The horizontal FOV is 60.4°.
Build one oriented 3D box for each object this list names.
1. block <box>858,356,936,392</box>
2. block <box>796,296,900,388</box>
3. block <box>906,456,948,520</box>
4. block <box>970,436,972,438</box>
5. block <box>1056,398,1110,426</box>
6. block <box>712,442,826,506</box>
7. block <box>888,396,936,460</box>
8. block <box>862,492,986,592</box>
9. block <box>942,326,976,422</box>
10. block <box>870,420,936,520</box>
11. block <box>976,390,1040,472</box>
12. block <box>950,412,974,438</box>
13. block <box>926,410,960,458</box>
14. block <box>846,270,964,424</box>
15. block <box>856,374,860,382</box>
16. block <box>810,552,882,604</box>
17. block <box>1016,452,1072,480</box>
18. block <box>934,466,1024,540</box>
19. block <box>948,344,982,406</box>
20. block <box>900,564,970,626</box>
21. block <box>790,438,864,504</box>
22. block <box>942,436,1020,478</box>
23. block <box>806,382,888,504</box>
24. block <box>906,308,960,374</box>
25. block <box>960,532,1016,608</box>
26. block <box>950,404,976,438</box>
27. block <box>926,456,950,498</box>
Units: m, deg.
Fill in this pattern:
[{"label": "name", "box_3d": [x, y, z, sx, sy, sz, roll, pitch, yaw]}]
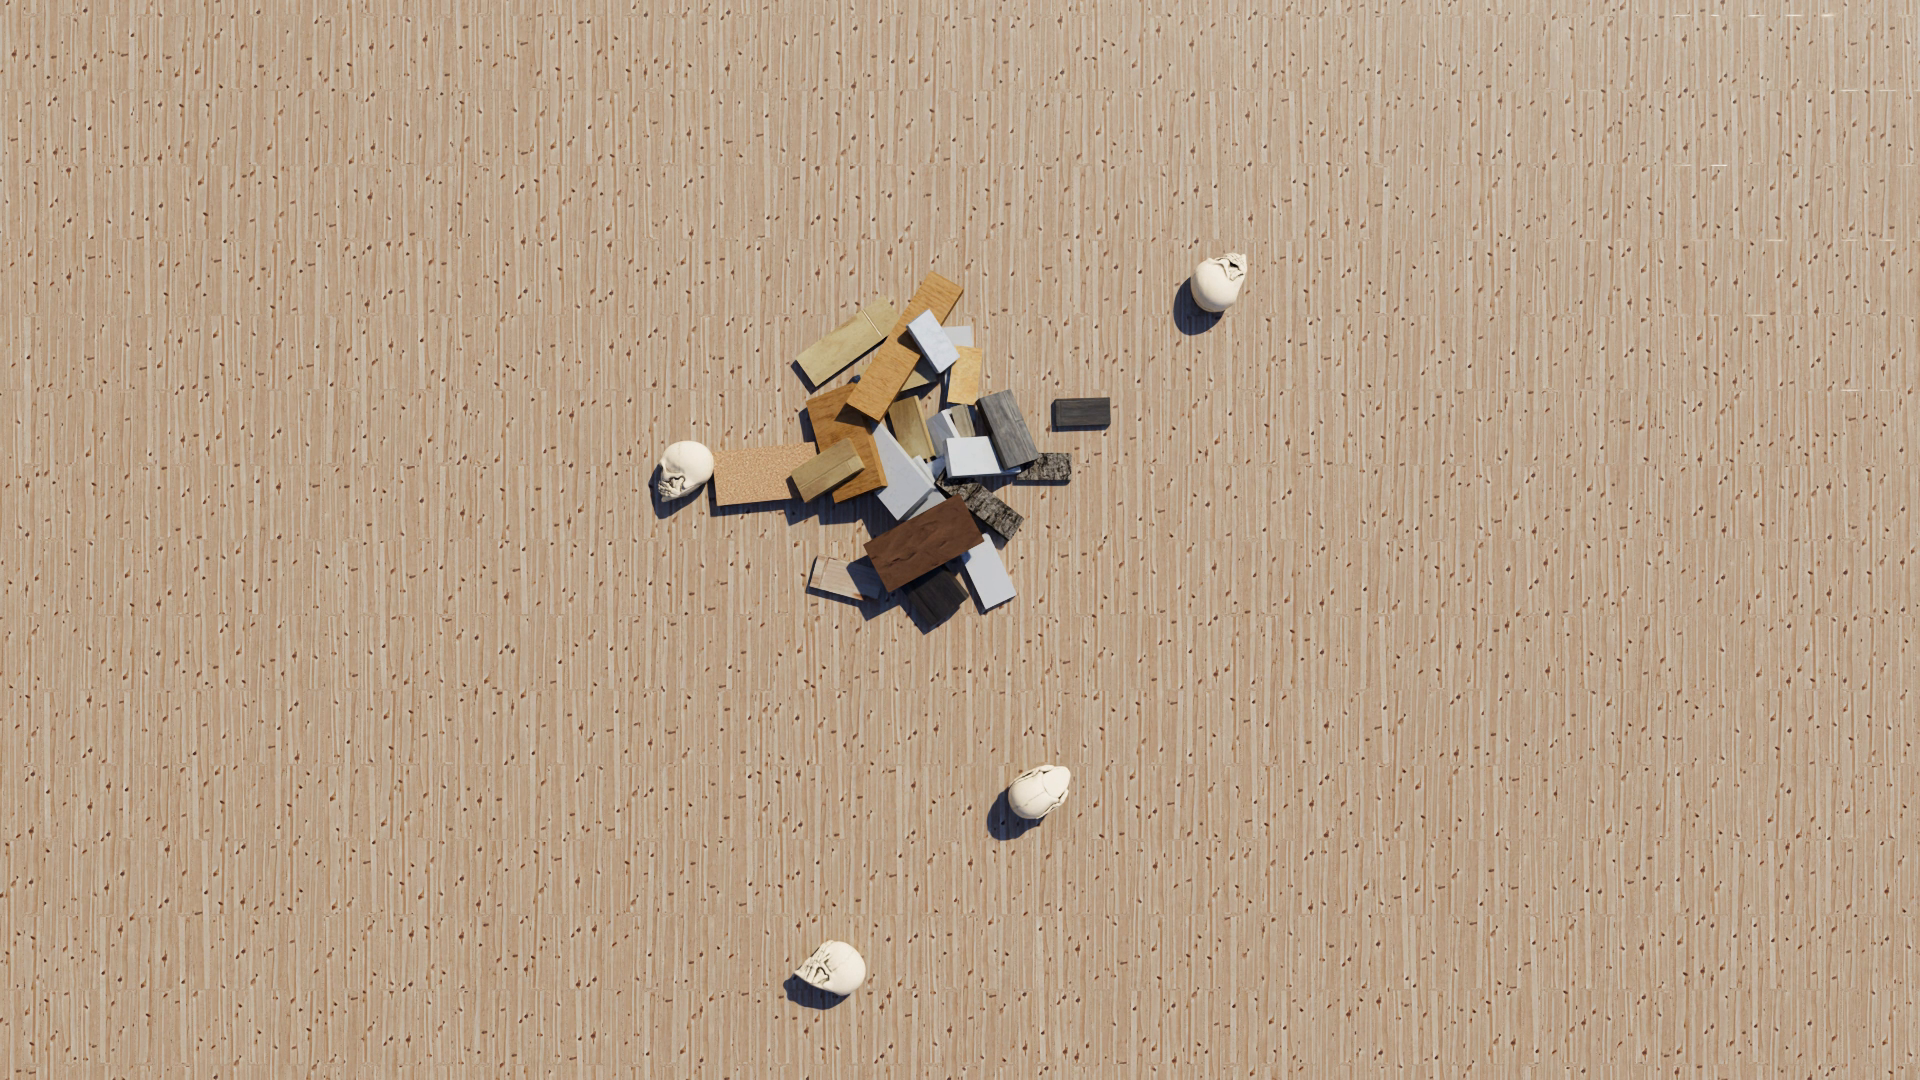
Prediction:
[{"label": "block", "box_3d": [-0.208, -0.548, 5.450, 0.237, 0.034, 0.118, -17, 90, 0]}, {"label": "block", "box_3d": [-0.366, -0.660, 5.483, 0.360, 0.034, 0.118, -35, 90, 0]}, {"label": "block", "box_3d": [-0.111, -0.104, 5.452, 0.158, 0.045, 0.316, -35, 90, 20]}, {"label": "block", "box_3d": [0.018, -0.299, 5.478, 0.055, 0.016, 0.111, -6, 105, 1]}, {"label": "block", "box_3d": [0.409, -0.427, 5.487, 0.181, 0.026, 0.090, -2, 90, 0]}, {"label": "block", "box_3d": [-0.634, -0.220, 5.475, 0.356, 0.050, 0.178, -6, 90, 0]}, {"label": "block", "box_3d": [-0.162, -0.363, 5.466, 0.104, 0.029, 0.208, -17, 90, 23]}, {"label": "block", "box_3d": [-0.117, 0.009, 5.381, 0.356, 0.050, 0.178, -28, 91, 3]}, {"label": "block", "box_3d": [-0.003, -0.551, 5.487, 0.095, 0.027, 0.315, -3, 90, 0]}, {"label": "block", "box_3d": [-0.238, -0.233, 5.417, 0.158, 0.045, 0.316, -44, 74, 15]}, {"label": "block", "box_3d": [0.157, -0.364, 5.441, 0.126, 0.036, 0.251, -19, 82, -27]}, {"label": "block", "box_3d": [0.002, -0.374, 5.472, 0.055, 0.016, 0.111, -23, 109, 7]}, {"label": "block", "box_3d": [-0.043, -0.315, 5.457, 0.104, 0.029, 0.208, -27, 90, 37]}, {"label": "block", "box_3d": [-0.179, -0.635, 5.412, 0.126, 0.036, 0.540, 30, 76, 7]}, {"label": "block", "box_3d": [-0.220, -0.561, 5.483, 0.237, 0.034, 0.118, -37, 90, 0]}, {"label": "block", "box_3d": [-0.373, 0.127, 5.484, 0.229, 0.032, 0.114, 15, 90, 0]}, {"label": "block", "box_3d": [0.280, -0.244, 5.487, 0.181, 0.026, 0.090, 0, 90, 0]}, {"label": "block", "box_3d": [0.064, -0.127, 5.439, 0.318, 0.026, 0.090, 38, 76, -14]}, {"label": "block", "box_3d": [0.017, -0.544, 5.460, 0.095, 0.027, 0.189, 8, 90, 0]}, {"label": "block", "box_3d": [-0.129, 0.113, 5.453, 0.158, 0.045, 0.316, -39, 90, 19]}, {"label": "block", "box_3d": [-0.433, -0.228, 5.392, 0.229, 0.032, 0.114, -30, 78, 15]}, {"label": "block", "box_3d": [0.071, -0.274, 5.420, 0.251, 0.036, 0.126, -5, 80, -26]}, {"label": "block", "box_3d": [-0.372, -0.317, 5.421, 0.178, 0.050, 0.356, -20, 82, 20]}, {"label": "block", "box_3d": [-0.089, -0.649, 5.390, 0.094, 0.027, 0.189, -41, 109, -20]}, {"label": "block", "box_3d": [0.089, 0.102, 5.484, 0.114, 0.032, 0.229, -25, 90, 0]}, {"label": "block", "box_3d": [0.010, -0.391, 5.441, 0.055, 0.016, 0.111, -15, 98, 2]}, {"label": "block", "box_3d": [-0.055, -0.164, 5.462, 0.104, 0.029, 0.208, -23, 94, 20]}]
